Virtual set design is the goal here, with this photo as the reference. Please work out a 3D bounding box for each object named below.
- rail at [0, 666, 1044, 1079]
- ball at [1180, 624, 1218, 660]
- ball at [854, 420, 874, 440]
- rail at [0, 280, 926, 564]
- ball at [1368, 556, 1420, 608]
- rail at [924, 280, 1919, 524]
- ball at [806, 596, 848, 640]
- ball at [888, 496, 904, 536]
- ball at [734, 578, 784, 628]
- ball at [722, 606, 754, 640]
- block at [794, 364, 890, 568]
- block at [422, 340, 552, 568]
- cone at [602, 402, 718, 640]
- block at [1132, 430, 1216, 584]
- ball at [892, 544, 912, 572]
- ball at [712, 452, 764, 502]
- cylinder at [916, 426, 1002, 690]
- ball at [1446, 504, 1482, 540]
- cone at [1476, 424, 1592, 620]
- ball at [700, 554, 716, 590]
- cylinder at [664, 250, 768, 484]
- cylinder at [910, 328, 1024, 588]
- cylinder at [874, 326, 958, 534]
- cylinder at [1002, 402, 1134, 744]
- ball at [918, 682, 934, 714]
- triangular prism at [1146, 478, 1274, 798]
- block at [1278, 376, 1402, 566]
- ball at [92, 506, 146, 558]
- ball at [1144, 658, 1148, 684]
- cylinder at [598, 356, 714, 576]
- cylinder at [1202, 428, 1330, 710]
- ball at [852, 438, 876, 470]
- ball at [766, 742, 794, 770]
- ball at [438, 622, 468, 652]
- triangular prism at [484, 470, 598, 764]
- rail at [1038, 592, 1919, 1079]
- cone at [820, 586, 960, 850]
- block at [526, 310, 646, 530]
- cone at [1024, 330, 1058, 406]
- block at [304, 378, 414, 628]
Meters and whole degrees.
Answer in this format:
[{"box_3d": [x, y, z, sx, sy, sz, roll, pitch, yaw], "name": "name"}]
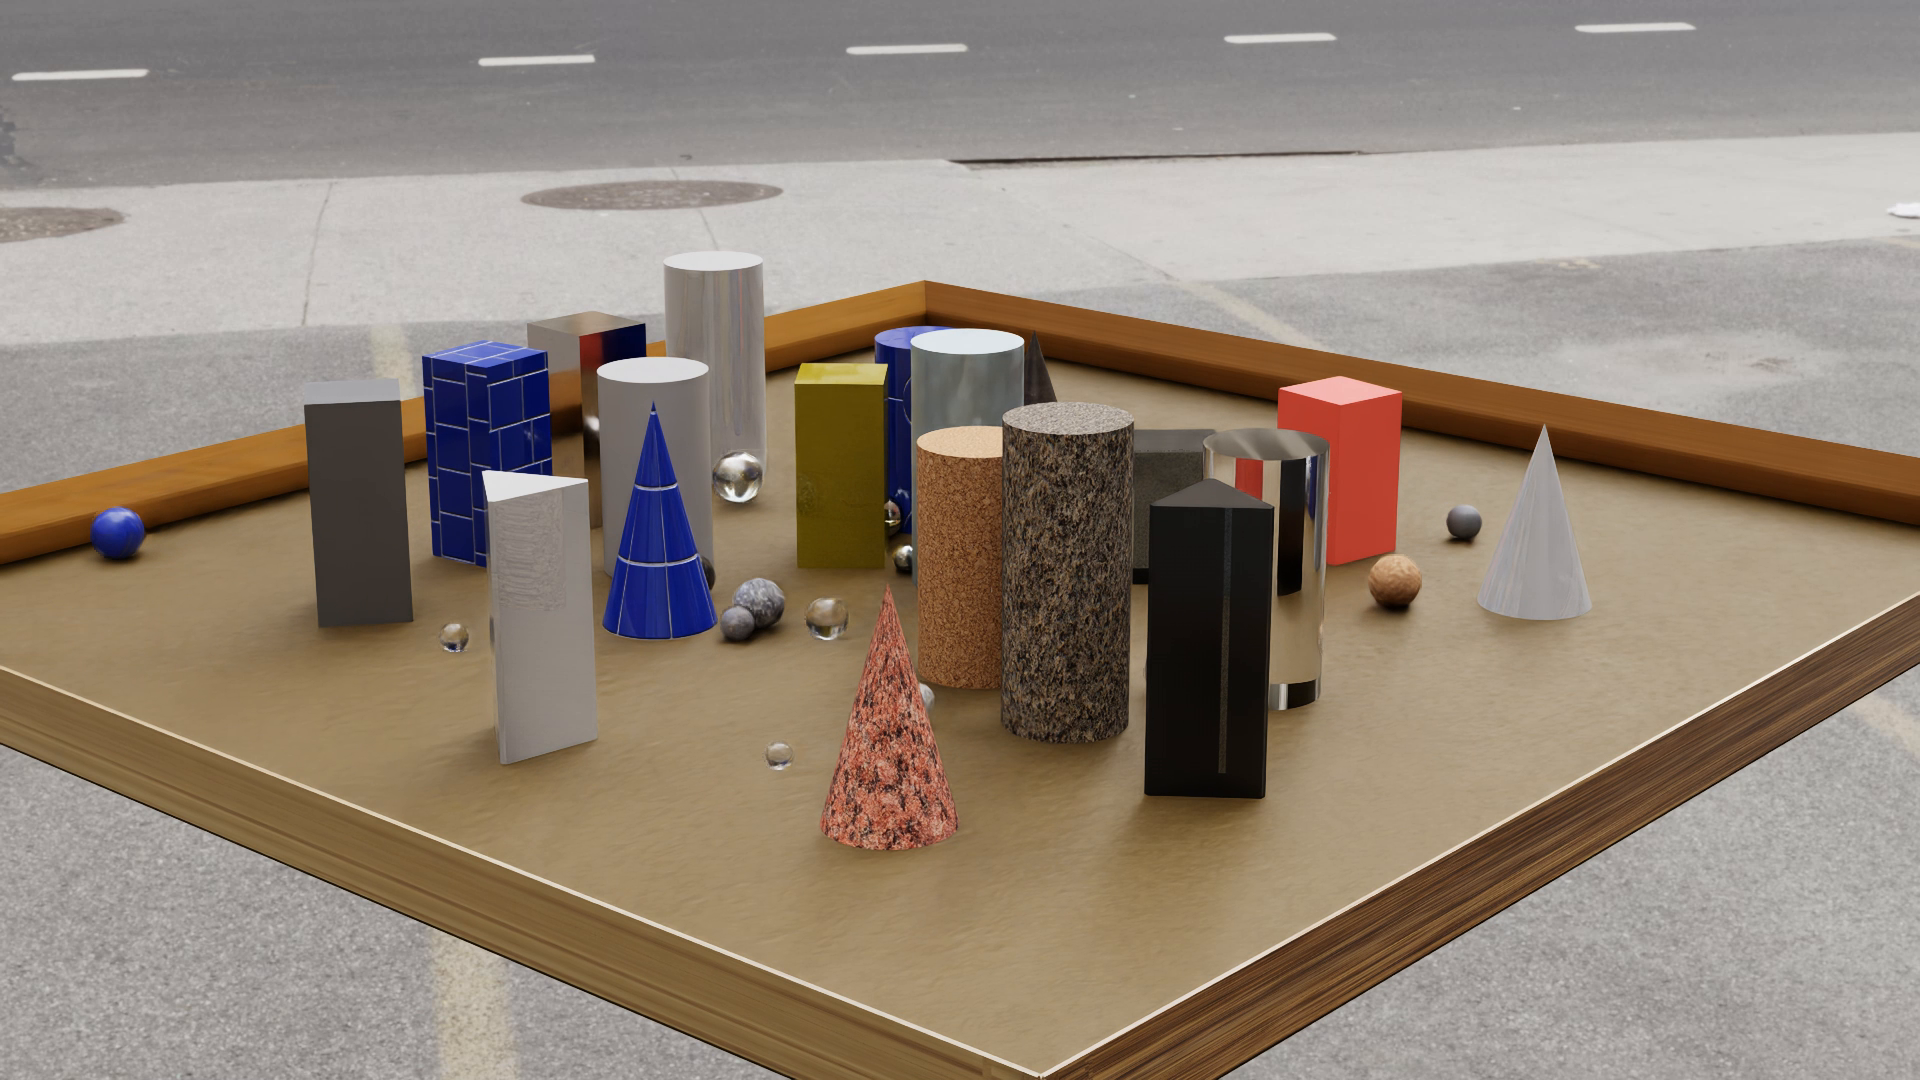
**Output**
[{"box_3d": [-0.975, 0.356, 4.045, 2.852, 0.128, 0.045, 14, 22, 39], "name": "rail"}, {"box_3d": [0.391, 0.167, 4.792, 0.060, 0.060, 0.060, 0, 17, 0], "name": "ball"}, {"box_3d": [-0.202, -0.228, 6.136, 0.042, 0.042, 0.042, 0, 17, 0], "name": "ball"}, {"box_3d": [-1.059, -0.233, 6.000, 0.045, 0.128, 3.022, 14, 22, 39], "name": "rail"}, {"box_3d": [0.750, 0.071, 5.058, 0.090, 0.090, 0.090, 0, 17, 0], "name": "ball"}, {"box_3d": [0.975, -0.292, 6.195, 2.852, 0.128, 0.045, 14, 22, 39], "name": "rail"}, {"box_3d": [-0.222, 0.131, 4.895, 0.071, 0.071, 0.071, 0, 17, 0], "name": "ball"}, {"box_3d": [-0.145, -0.044, 5.458, 0.082, 0.082, 0.082, 0, 17, 0], "name": "ball"}, {"box_3d": [-0.338, 0.107, 4.948, 0.085, 0.085, 0.085, 0, 17, 0], "name": "ball"}, {"box_3d": [-0.371, 0.139, 4.893, 0.056, 0.056, 0.056, 0, 17, 0], "name": "ball"}, {"box_3d": [-0.212, -0.135, 5.308, 0.158, 0.341, 0.158, 0, 17, 2], "name": "block"}, {"box_3d": [-0.854, -0.157, 5.325, 0.158, 0.373, 0.158, 11, 20, 33], "name": "block"}, {"box_3d": [-0.510, -0.047, 4.934, 0.197, 0.387, 0.197, 0, 17, 0], "name": "cone"}, {"box_3d": [0.382, -0.060, 5.233, 0.158, 0.242, 0.158, -1, 17, -2], "name": "block"}, {"box_3d": [-0.097, 0.032, 5.261, 0.049, 0.049, 0.049, 0, 17, 0], "name": "ball"}, {"box_3d": [-0.431, -0.122, 5.686, 0.098, 0.098, 0.098, 0, 17, 0], "name": "ball"}, {"box_3d": [0.030, 0.026, 4.704, 0.197, 0.381, 0.197, 0, 17, 0], "name": "cylinder"}, {"box_3d": [0.938, -0.034, 5.451, 0.065, 0.065, 0.065, 0, 17, 0], "name": "ball"}, {"box_3d": [0.997, -0.046, 5.047, 0.197, 0.321, 0.197, 0, 17, 0], "name": "cone"}, {"box_3d": [-0.465, 0.063, 5.100, 0.082, 0.082, 0.082, 0, 17, 0], "name": "ball"}, {"box_3d": [-0.487, -0.345, 5.850, 0.197, 0.431, 0.197, 0, 17, 0], "name": "cylinder"}, {"box_3d": [0.013, -0.137, 5.151, 0.197, 0.435, 0.197, 0, 17, 0], "name": "cylinder"}, {"box_3d": [-0.061, -0.208, 5.525, 0.197, 0.355, 0.197, 0, 17, 0], "name": "cylinder"}, {"box_3d": [0.162, 0.048, 4.455, 0.197, 0.482, 0.197, 0, 17, 0], "name": "cylinder"}, {"box_3d": [-0.067, 0.248, 4.532, 0.055, 0.055, 0.055, 0, 17, 0], "name": "ball"}, {"box_3d": [0.358, 0.140, 4.234, 0.171, 0.435, 0.148, 1, 17, 4], "name": "triangular prism"}, {"box_3d": [0.690, -0.128, 5.359, 0.158, 0.299, 0.158, -13, 21, -36], "name": "block"}, {"box_3d": [-1.531, -0.014, 5.336, 0.094, 0.094, 0.094, 0, 17, 0], "name": "ball"}, {"box_3d": [0.333, 0.207, 4.611, 0.088, 0.088, 0.088, 0, 17, 0], "name": "ball"}, {"box_3d": [-0.543, -0.126, 5.238, 0.197, 0.365, 0.197, 0, 17, 0], "name": "cylinder"}, {"box_3d": [0.475, 0.044, 4.605, 0.197, 0.404, 0.197, 0, 17, 0], "name": "cylinder"}, {"box_3d": [-0.186, -0.174, 5.921, 0.062, 0.062, 0.062, 0, 17, 0], "name": "ball"}, {"box_3d": [-0.266, 0.318, 4.326, 0.042, 0.042, 0.042, 0, 17, 0], "name": "ball"}, {"box_3d": [-0.835, 0.160, 4.836, 0.049, 0.049, 0.049, 0, 17, 0], "name": "ball"}, {"box_3d": [-0.663, 0.106, 4.396, 0.171, 0.406, 0.148, -14, 22, -40], "name": "triangular prism"}, {"box_3d": [1.059, 0.297, 4.240, 0.045, 0.128, 3.022, 14, 22, 39], "name": "rail"}, {"box_3d": [-0.099, 0.228, 4.078, 0.197, 0.356, 0.197, 0, 17, 0], "name": "cone"}, {"box_3d": [-0.702, -0.229, 5.563, 0.158, 0.373, 0.158, 16, 23, 42], "name": "block"}, {"box_3d": [0.146, -0.264, 5.789, 0.197, 0.311, 0.197, 0, 17, 0], "name": "cone"}, {"box_3d": [-1.024, -0.065, 4.993, 0.158, 0.388, 0.158, -3, 17, -11], "name": "block"}]
